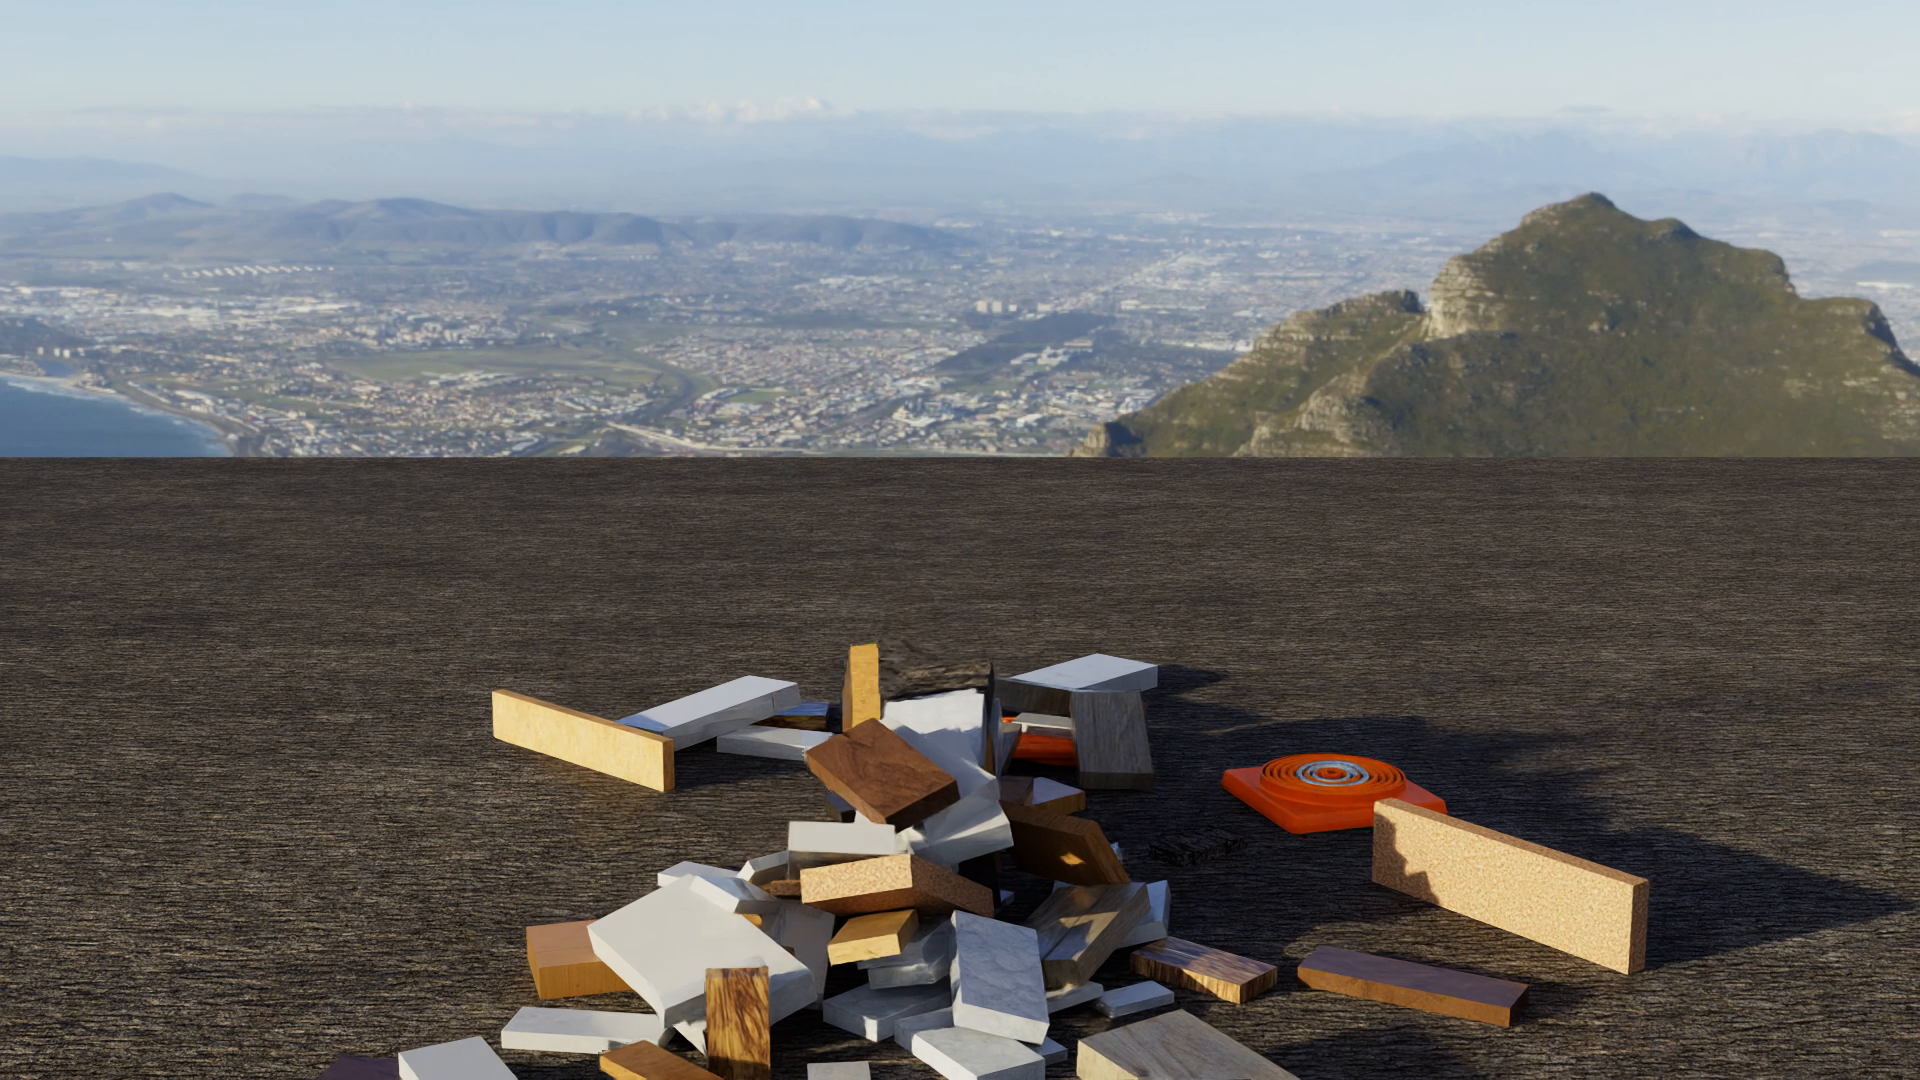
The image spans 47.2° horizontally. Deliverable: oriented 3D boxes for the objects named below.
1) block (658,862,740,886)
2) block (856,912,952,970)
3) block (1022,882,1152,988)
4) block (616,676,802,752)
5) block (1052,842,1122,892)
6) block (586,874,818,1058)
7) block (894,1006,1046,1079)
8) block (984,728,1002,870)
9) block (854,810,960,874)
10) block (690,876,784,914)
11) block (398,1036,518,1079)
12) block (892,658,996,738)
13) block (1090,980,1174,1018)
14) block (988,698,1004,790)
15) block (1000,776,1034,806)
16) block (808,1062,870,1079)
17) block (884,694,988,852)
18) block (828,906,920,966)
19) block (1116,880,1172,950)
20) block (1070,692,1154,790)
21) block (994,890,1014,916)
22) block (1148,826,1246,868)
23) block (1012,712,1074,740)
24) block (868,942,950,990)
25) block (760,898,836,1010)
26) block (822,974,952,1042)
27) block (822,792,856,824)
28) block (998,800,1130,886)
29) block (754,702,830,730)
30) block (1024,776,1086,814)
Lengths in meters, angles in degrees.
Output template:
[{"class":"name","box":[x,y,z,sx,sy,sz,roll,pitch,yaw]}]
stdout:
[{"class":"block","box":[-0.426,0.573,3.703,0.148,0.021,0.074,6,12,29]},{"class":"block","box":[-0.074,0.590,3.245,0.100,0.028,0.201,-10,0,16]},{"class":"block","box":[0.168,0.602,3.354,0.151,0.043,0.301,-8,10,26]},{"class":"block","box":[-0.527,0.363,4.599,0.353,0.050,0.176,-18,14,-39]},{"class":"block","box":[0.212,0.561,3.663,0.100,0.028,0.201,-17,8,11]},{"class":"block","box":[-0.374,0.604,3.152,0.176,0.050,0.352,-25,29,-28]},{"class":"block","box":[0.011,0.697,3.008,0.108,0.031,0.217,-6,12,-31]},{"class":"block","box":[-0.025,0.462,3.861,0.178,0.050,0.356,-8,28,3]},{"class":"block","box":[-0.084,0.473,3.599,0.172,0.049,0.344,-7,22,6]},{"class":"block","box":[-0.330,0.527,3.263,0.079,0.022,0.158,25,-1,22]},{"class":"block","box":[-0.634,0.700,2.819,0.110,0.031,0.221,-6,12,-29]},{"class":"block","box":[-0.033,0.306,4.104,0.178,0.050,0.356,-7,13,5]},{"class":"block","box":[0.251,0.669,3.203,0.111,0.016,0.055,-6,12,-30]},{"class":"block","box":[-0.016,0.417,4.047,0.178,0.050,0.356,-6,28,6]},{"class":"block","box":[0.081,0.470,4.062,0.082,0.023,0.164,2,11,12]},{"class":"block","box":[-0.156,0.727,2.870,0.082,0.023,0.164,-1,11,-6]},{"class":"block","box":[-0.046,0.374,3.569,0.166,0.047,0.332,-6,32,6]},{"class":"block","box":[-0.123,0.570,3.173,0.100,0.028,0.201,-11,0,7]},{"class":"block","box":[0.280,0.594,3.488,0.099,0.028,0.198,-15,7,10]},{"class":"block","box":[0.298,0.395,4.354,0.141,0.040,0.282,2,29,-2]},{"class":"block","box":[0.045,0.595,3.600,0.051,0.015,0.103,5,12,25]},{"class":"block","box":[0.420,0.540,3.876,0.164,0.023,0.082,-9,14,-40]},{"class":"block","box":[0.194,0.380,4.476,0.164,0.023,0.082,5,10,15]},{"class":"block","box":[-0.047,0.614,3.222,0.100,0.028,0.201,-10,0,23]},{"class":"block","box":[-0.248,0.613,3.269,0.108,0.031,0.217,5,27,0]},{"class":"block","box":[-0.082,0.665,3.183,0.108,0.031,0.217,10,14,42]},{"class":"block","box":[-0.128,0.475,4.089,0.230,0.033,0.115,-14,14,-17]},{"class":"block","box":[0.157,0.500,3.585,0.036,0.126,0.252,-42,25,-28]},{"class":"block","box":[-0.395,0.378,4.727,0.221,0.031,0.111,0,11,0]},{"class":"block","box":[0.100,0.494,4.092,0.247,0.035,0.124,-8,13,-38]}]
